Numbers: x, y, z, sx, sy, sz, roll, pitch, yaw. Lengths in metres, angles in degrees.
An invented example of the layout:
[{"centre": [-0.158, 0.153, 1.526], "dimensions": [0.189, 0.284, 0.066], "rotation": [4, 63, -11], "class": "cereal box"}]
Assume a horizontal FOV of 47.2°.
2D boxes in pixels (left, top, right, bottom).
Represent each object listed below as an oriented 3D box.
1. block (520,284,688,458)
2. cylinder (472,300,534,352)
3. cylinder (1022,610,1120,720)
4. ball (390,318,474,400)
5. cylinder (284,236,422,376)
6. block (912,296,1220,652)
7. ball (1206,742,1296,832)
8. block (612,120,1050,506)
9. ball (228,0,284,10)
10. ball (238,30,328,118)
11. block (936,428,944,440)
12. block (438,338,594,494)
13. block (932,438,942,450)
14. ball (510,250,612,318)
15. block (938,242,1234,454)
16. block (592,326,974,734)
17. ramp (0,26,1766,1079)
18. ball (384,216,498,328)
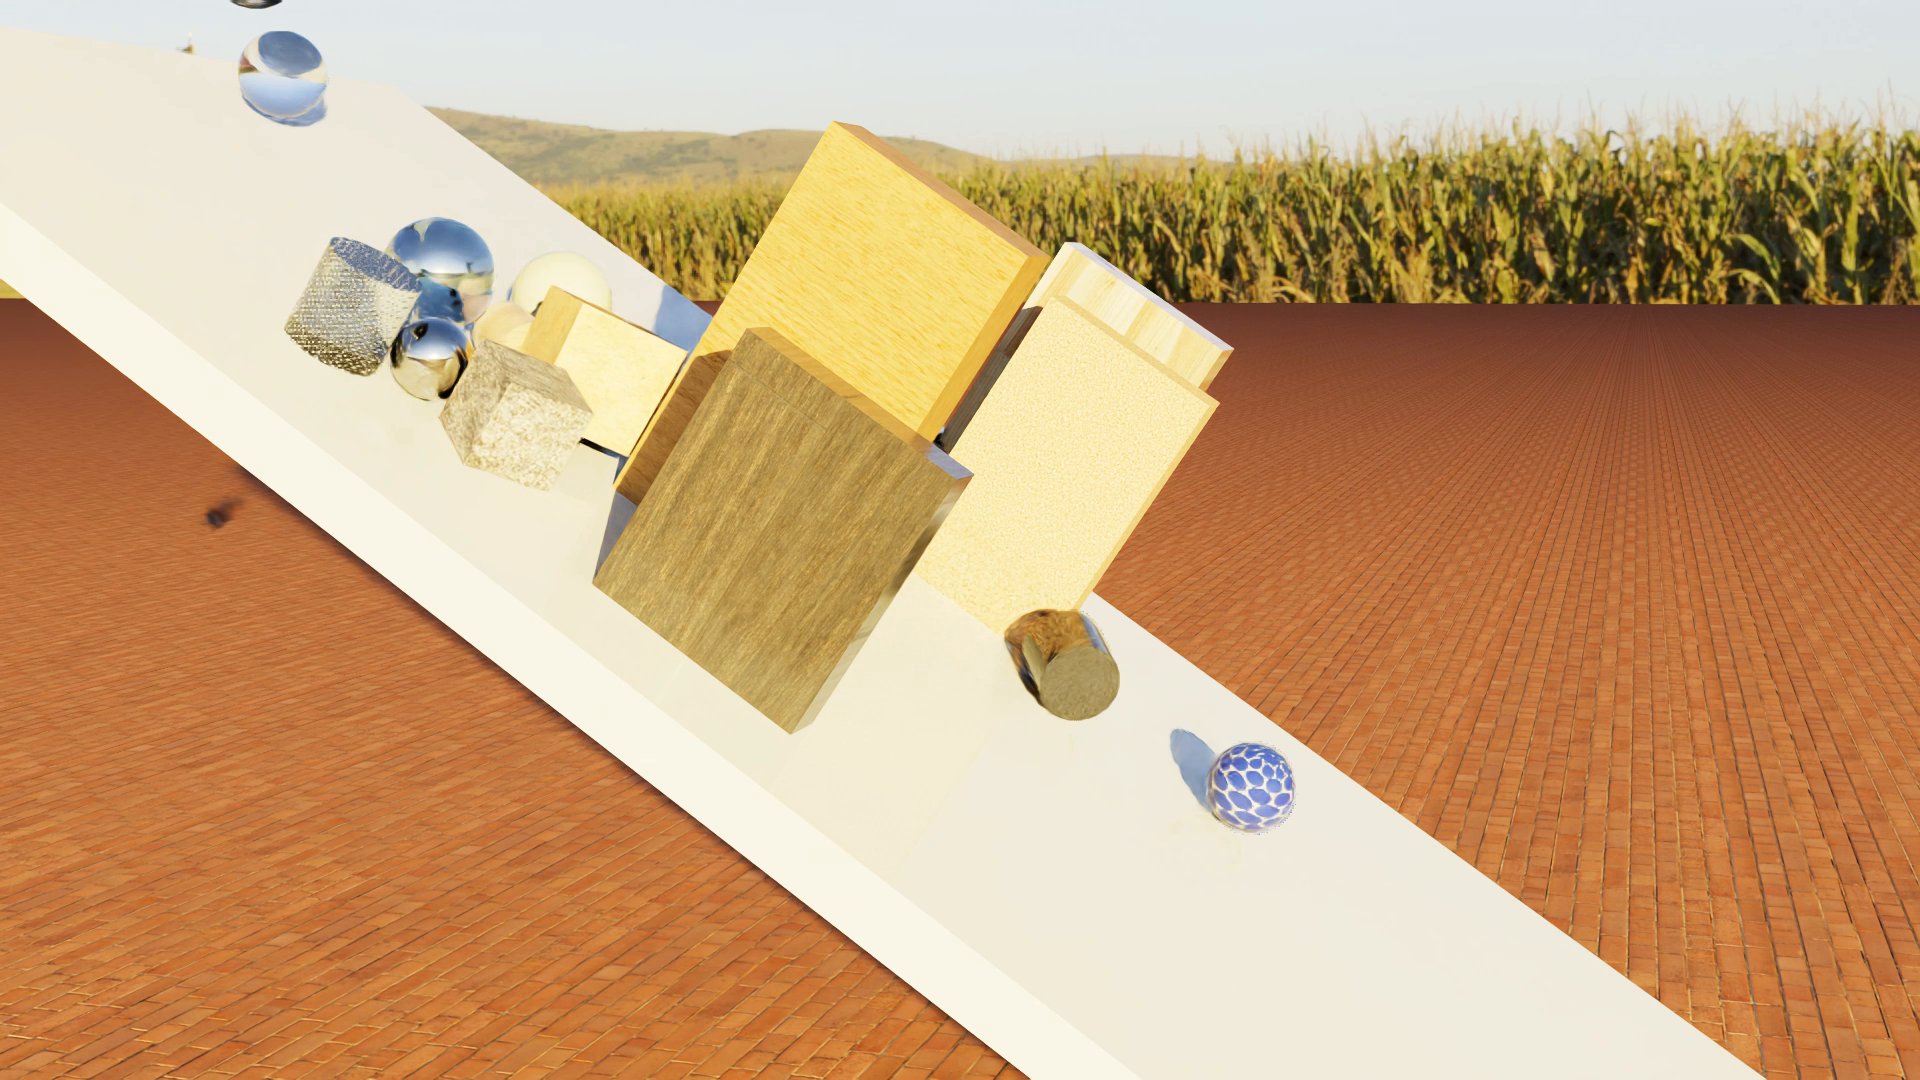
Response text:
[{"centre": [-0.646, -0.297, 3.879], "dimensions": [0.210, 0.210, 0.210], "rotation": [24, 3, -30], "class": "block"}, {"centre": [-0.806, -0.358, 3.981], "dimensions": [0.117, 0.117, 0.117], "rotation": [-5, 28, -34], "class": "cylinder"}, {"centre": [0.209, 0.236, 4.152], "dimensions": [0.155, 0.155, 0.155], "rotation": [-1, 24, -10], "class": "cylinder"}, {"centre": [-0.875, -0.301, 3.651], "dimensions": [0.137, 0.137, 0.137], "rotation": [0, 7, 0], "class": "ball"}, {"centre": [-0.995, -0.383, 3.609], "dimensions": [0.164, 0.164, 0.164], "rotation": [31, 15, -9], "class": "cylinder"}, {"centre": [0.178, -0.121, 4.324], "dimensions": [0.372, 0.611, 0.109], "rotation": [36, 15, 10], "class": "block"}, {"centre": [0.543, 0.462, 4.111], "dimensions": [0.167, 0.167, 0.167], "rotation": [0, 7, 0], "class": "ball"}, {"centre": [-0.226, -0.283, 3.755], "dimensions": [0.403, 0.743, 0.147], "rotation": [36, 15, 10], "class": "block"}, {"centre": [-1.375, -1.128, 4.281], "dimensions": [0.185, 0.185, 0.185], "rotation": [0, 7, 0], "class": "ball"}, {"centre": [-1.387, -0.954, 4.504], "dimensions": [0.177, 0.177, 0.177], "rotation": [0, 7, 0], "class": "ball"}, {"centre": [-0.170, -0.212, 4.722], "dimensions": [0.182, 0.182, 0.182], "rotation": [15, 23, -49], "class": "block"}, {"centre": [-0.729, -0.204, 3.606], "dimensions": [0.159, 0.159, 0.159], "rotation": [21, 19, -39], "class": "block"}, {"centre": [-0.176, -0.139, 4.449], "dimensions": [0.201, 0.201, 0.201], "rotation": [31, 15, -10], "class": "block"}, {"centre": [-0.771, -0.464, 4.259], "dimensions": [0.194, 0.194, 0.194], "rotation": [0, 7, 0], "class": "ball"}, {"centre": [0.209, -0.225, 4.579], "dimensions": [0.391, 0.679, 0.131], "rotation": [36, 15, 10], "class": "block"}, {"centre": [-0.273, -0.015, 3.343], "dimensions": [0.393, 0.475, 0.093], "rotation": [36, 15, 10], "class": "block"}, {"centre": [-0.117, 0.200, 4.095], "dimensions": [4.000, 0.100, 2.000], "rotation": [36, 15, 10], "class": "ramp"}, {"centre": [-0.933, -0.475, 3.937], "dimensions": [0.206, 0.206, 0.206], "rotation": [0, 7, 0], "class": "ball"}]
